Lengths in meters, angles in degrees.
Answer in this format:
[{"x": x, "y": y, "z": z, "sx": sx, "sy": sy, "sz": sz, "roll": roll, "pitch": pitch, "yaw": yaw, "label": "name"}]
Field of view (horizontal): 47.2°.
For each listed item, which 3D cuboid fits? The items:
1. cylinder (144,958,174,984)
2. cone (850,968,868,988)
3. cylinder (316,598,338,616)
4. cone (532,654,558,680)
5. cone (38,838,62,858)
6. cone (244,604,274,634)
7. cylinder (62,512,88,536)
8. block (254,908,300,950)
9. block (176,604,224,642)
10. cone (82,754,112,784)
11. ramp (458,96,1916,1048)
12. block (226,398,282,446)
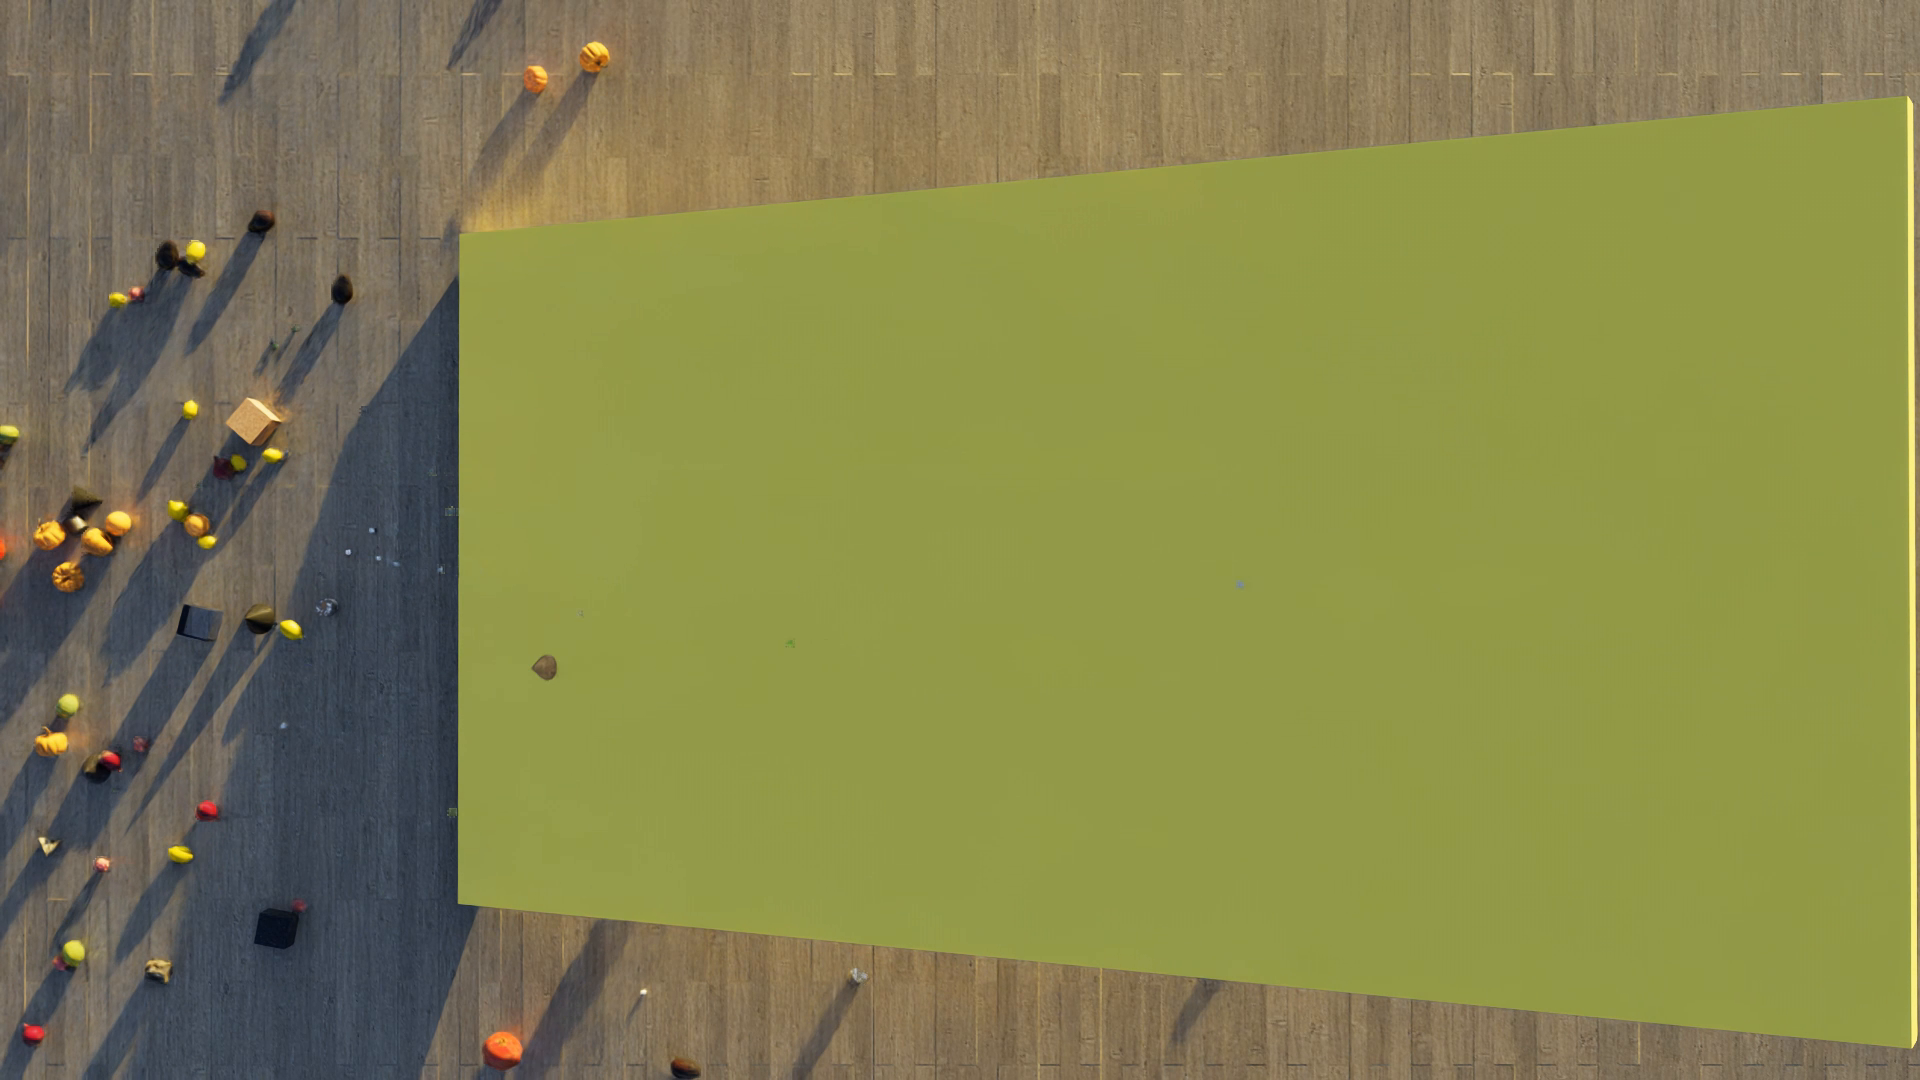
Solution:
[{"x": -2.410, "y": 1.296, "z": 6.612, "sx": 0.062, "sy": 0.062, "sz": 0.062, "roll": 18, "pitch": 89, "yaw": 9, "label": "cylinder"}, {"x": -0.316, "y": 1.334, "z": 6.630, "sx": 0.057, "sy": 0.057, "sz": 0.057, "roll": 33, "pitch": 116, "yaw": 0, "label": "cone"}, {"x": -1.908, "y": 0.203, "z": 6.628, "sx": 0.053, "sy": 0.053, "sz": 0.053, "roll": 0, "pitch": 89, "yaw": 0, "label": "cylinder"}, {"x": -1.219, "y": 0.370, "z": 6.367, "sx": 0.075, "sy": 0.075, "sz": 0.075, "roll": 0, "pitch": 89, "yaw": 29, "label": "cone"}, {"x": -2.735, "y": 0.917, "z": 6.633, "sx": 0.065, "sy": 0.065, "sz": 0.065, "roll": -23, "pitch": 89, "yaw": -27, "label": "cone"}, {"x": -2.124, "y": 0.236, "z": 6.600, "sx": 0.094, "sy": 0.094, "sz": 0.094, "roll": -1, "pitch": 87, "yaw": 10, "label": "cone"}, {"x": -2.668, "y": -0.048, "z": 6.631, "sx": 0.052, "sy": 0.052, "sz": 0.052, "roll": -39, "pitch": 90, "yaw": 0, "label": "cylinder"}, {"x": -2.050, "y": 1.166, "z": 6.598, "sx": 0.093, "sy": 0.093, "sz": 0.093, "roll": 11, "pitch": 89, "yaw": 0, "label": "block"}, {"x": -2.282, "y": 0.248, "z": 6.608, "sx": 0.093, "sy": 0.093, "sz": 0.093, "roll": 14, "pitch": 89, "yaw": 0, "label": "block"}, {"x": -2.610, "y": 0.693, "z": 6.605, "sx": 0.089, "sy": 0.089, "sz": 0.089, "roll": 0, "pitch": 89, "yaw": 0, "label": "cone"}, {"x": 0.273, "y": 0.076, "z": 5.636, "sx": 4.000, "sy": 0.100, "sz": 2.000, "roll": 0, "pitch": 89, "yaw": 29, "label": "ramp"}, {"x": -2.123, "y": -0.354, "z": 6.611, "sx": 0.099, "sy": 0.099, "sz": 0.099, "roll": 41, "pitch": 90, "yaw": 0, "label": "block"}]
